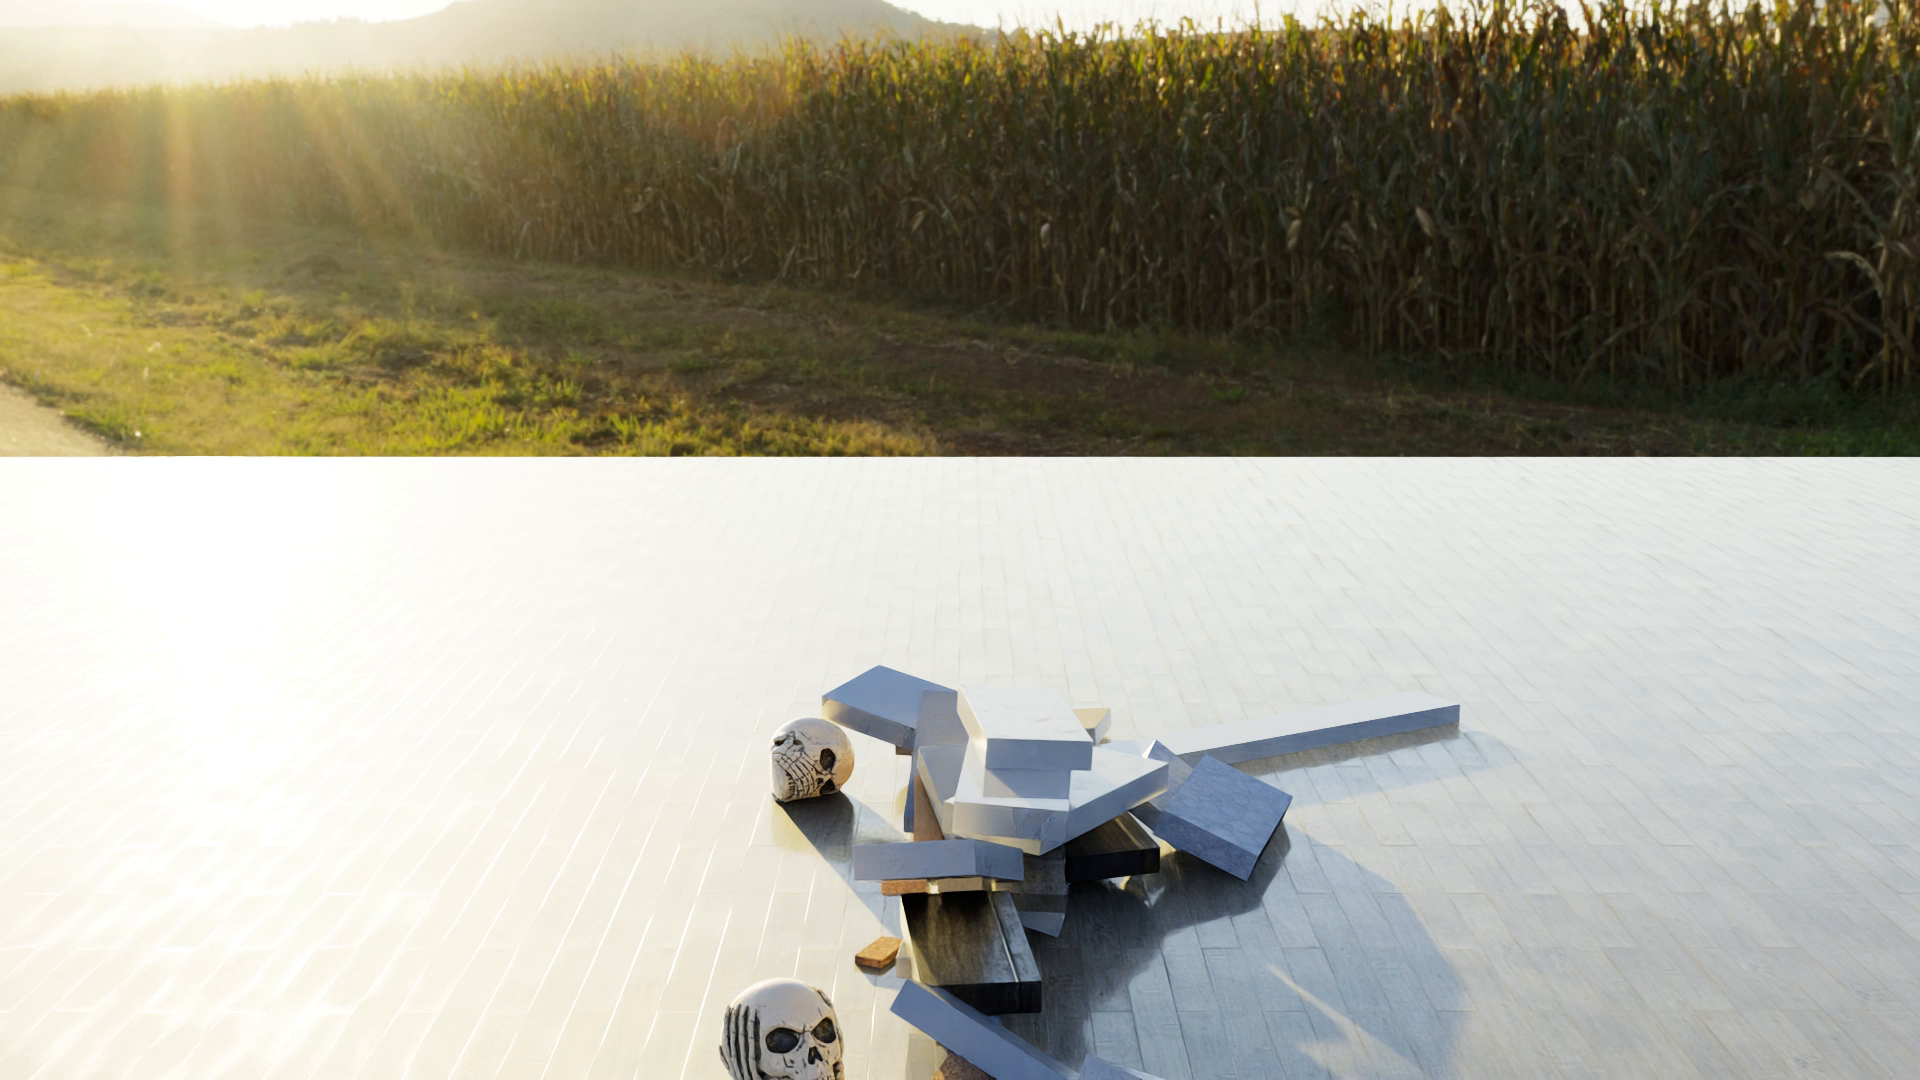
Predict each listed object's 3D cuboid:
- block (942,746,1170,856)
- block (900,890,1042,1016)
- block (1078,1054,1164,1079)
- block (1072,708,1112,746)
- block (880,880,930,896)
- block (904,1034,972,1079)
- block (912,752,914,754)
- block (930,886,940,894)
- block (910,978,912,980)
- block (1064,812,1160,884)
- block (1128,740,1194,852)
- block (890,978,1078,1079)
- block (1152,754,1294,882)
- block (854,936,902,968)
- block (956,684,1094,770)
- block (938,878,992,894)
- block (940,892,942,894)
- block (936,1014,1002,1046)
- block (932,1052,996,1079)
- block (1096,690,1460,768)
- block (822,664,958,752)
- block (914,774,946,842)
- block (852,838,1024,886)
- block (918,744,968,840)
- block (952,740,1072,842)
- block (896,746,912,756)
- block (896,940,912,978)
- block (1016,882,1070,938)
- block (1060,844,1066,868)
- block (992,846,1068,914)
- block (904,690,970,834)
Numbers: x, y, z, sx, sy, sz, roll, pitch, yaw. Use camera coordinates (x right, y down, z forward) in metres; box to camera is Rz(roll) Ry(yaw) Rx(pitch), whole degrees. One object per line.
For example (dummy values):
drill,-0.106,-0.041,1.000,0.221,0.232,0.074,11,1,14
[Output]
block,0.167,0.427,3.666,0.178,0.050,0.470,10,12,29
block,0.011,0.567,3.037,0.159,0.045,0.318,-1,13,-6
block,0.286,0.692,2.653,0.286,0.041,0.143,28,-10,-40
block,0.228,0.388,4.536,0.137,0.039,0.274,-3,4,11
block,-0.078,0.502,3.172,0.064,0.018,0.128,-3,-11,2
block,-0.006,0.775,2.562,0.143,0.041,0.898,0,11,1
block,-0.020,0.442,4.149,0.145,0.041,0.290,0,22,-1
block,-0.028,0.565,3.550,0.058,0.016,0.115,-1,5,0
block,-0.010,0.625,3.214,0.109,0.031,0.218,1,-1,5
block,0.211,0.495,3.789,0.161,0.046,0.322,-4,17,-16
block,0.378,0.462,4.006,0.137,0.039,0.274,39,19,3
block,0.075,0.651,2.729,0.318,0.045,0.159,28,-6,21
block,0.471,0.488,3.906,0.178,0.050,0.356,25,17,12
block,-0.120,0.635,3.391,0.046,0.013,0.092,5,12,25
block,0.105,0.313,3.710,0.174,0.049,0.348,3,10,-8
block,0.007,0.502,3.192,0.064,0.018,0.128,-4,-11,6
block,0.002,0.557,3.379,0.064,0.018,0.245,2,-16,1
block,0.009,0.627,2.936,0.085,0.024,0.170,1,13,-2
block,0.082,0.725,2.505,0.159,0.045,0.372,33,6,-20
block,0.618,0.408,4.542,0.989,0.039,0.137,-6,12,-31
block,-0.075,0.342,4.273,0.356,0.050,0.178,16,27,34
block,-0.004,0.504,3.818,0.152,0.043,0.303,0,25,-1
block,-0.026,0.474,3.219,0.174,0.049,0.348,-5,-11,12
block,0.031,0.451,3.824,0.152,0.043,0.303,-1,25,-13
block,0.093,0.384,3.589,0.174,0.049,0.509,5,10,3
block,-0.016,0.382,4.451,0.145,0.041,0.290,3,11,17
block,-0.022,0.576,3.172,0.109,0.031,0.218,2,13,7
block,0.114,0.575,3.535,0.111,0.031,0.222,18,8,3
block,0.116,0.489,3.649,0.111,0.031,0.222,4,21,0
block,0.106,0.517,3.488,0.111,0.031,0.222,3,21,-3
block,-0.010,0.410,4.045,0.152,0.043,0.303,4,46,4
